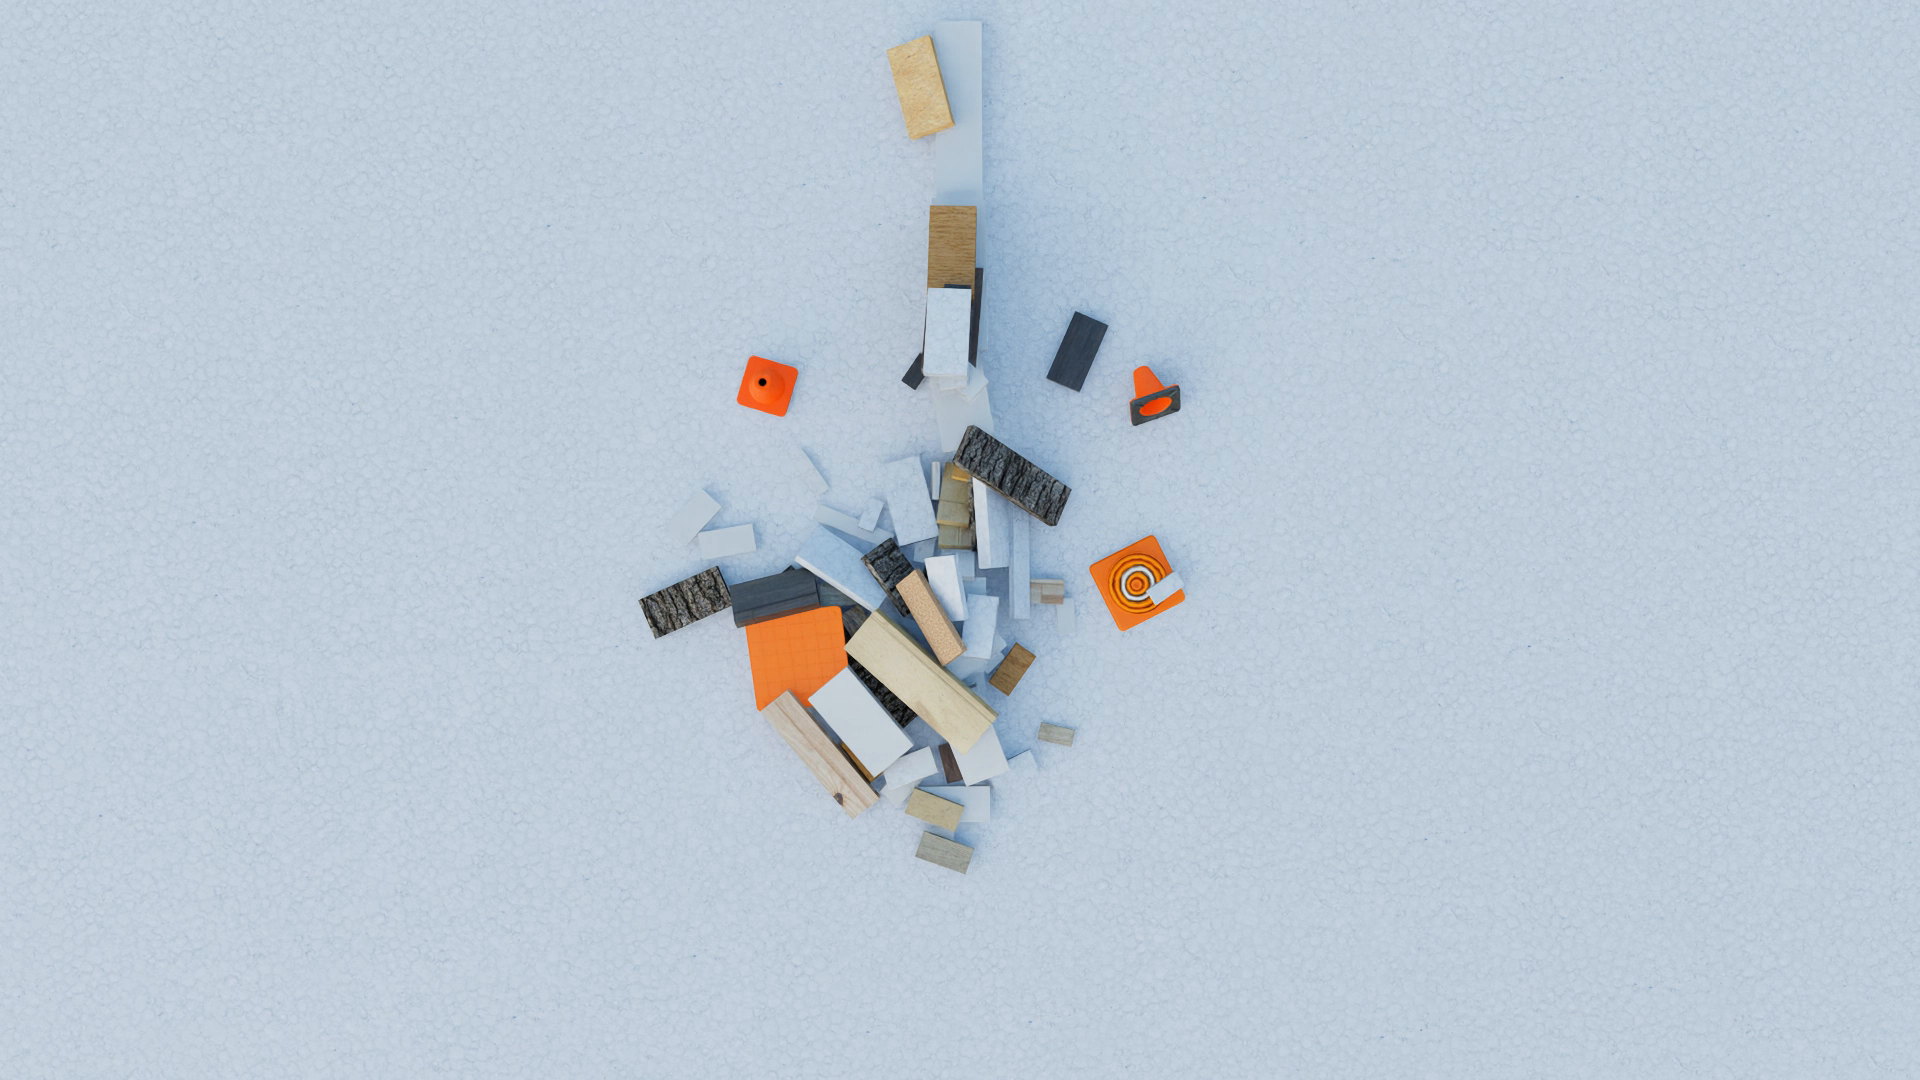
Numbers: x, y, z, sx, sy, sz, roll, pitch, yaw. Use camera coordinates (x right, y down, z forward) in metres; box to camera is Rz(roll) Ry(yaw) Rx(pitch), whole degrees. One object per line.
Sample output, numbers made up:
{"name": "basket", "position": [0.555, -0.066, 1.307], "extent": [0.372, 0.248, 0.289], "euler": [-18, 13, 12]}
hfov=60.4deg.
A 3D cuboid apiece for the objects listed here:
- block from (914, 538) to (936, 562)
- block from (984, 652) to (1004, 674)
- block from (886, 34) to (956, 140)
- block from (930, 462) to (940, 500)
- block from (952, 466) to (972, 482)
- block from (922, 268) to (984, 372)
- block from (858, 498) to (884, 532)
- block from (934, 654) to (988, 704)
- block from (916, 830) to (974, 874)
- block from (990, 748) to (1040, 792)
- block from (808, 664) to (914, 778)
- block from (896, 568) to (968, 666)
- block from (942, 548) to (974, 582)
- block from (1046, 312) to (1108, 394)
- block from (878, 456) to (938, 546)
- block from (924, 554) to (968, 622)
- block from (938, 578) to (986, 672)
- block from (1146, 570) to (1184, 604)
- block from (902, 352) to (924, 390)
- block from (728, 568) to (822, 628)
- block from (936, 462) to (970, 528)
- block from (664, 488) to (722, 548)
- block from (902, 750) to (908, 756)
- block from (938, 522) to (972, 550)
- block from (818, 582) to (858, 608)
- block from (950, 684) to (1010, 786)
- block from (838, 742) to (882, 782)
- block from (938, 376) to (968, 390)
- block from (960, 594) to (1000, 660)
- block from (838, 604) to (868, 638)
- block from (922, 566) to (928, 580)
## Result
{"name": "block", "position": [-0.114, 0.014, 5.491], "extent": [0.062, 0.018, 0.124], "euler": [11, 90, 0]}
{"name": "block", "position": [0.063, 0.359, 5.489], "extent": [0.162, 0.023, 0.081], "euler": [45, 90, 0]}
{"name": "block", "position": [-0.129, -1.494, 5.449], "extent": [0.152, 0.043, 0.304], "euler": [-16, 86, 15]}
{"name": "block", "position": [-0.082, -0.196, 5.468], "extent": [0.018, 0.062, 0.124], "euler": [2, 90, -12]}
{"name": "block", "position": [0.016, -0.255, 5.463], "extent": [0.062, 0.018, 0.124], "euler": [11, 64, 3]}
{"name": "block", "position": [-0.023, -0.711, 5.345], "extent": [0.176, 0.050, 0.351], "euler": [4, 79, 3]}
{"name": "block", "position": [-0.295, -0.084, 5.483], "extent": [0.054, 0.015, 0.107], "euler": [21, 80, 0]}
{"name": "block", "position": [-0.005, 0.394, 5.455], "extent": [0.153, 0.043, 0.307], "euler": [-7, 90, 0]}
{"name": "block", "position": [-0.051, 1.035, 5.469], "extent": [0.177, 0.025, 0.089], "euler": [19, 90, 0]}
{"name": "block", "position": [0.177, 0.768, 5.489], "extent": [0.162, 0.023, 0.081], "euler": [-26, 90, 0]}
{"name": "block", "position": [-0.323, 0.593, 5.407], "extent": [0.169, 0.048, 0.338], "euler": [-40, 93, 6]}
{"name": "block", "position": [-0.093, 0.251, 5.347], "extent": [0.101, 0.029, 0.308], "euler": [-39, 75, 35]}
{"name": "block", "position": [-0.006, 0.035, 5.429], "extent": [0.107, 0.030, 0.214], "euler": [1, 57, 0]}
{"name": "block", "position": [0.390, -0.625, 5.483], "extent": [0.121, 0.034, 0.241], "euler": [24, 90, 0]}
{"name": "block", "position": [-0.168, -0.129, 5.469], "extent": [0.138, 0.039, 0.276], "euler": [-15, 85, 0]}
{"name": "block", "position": [-0.043, 0.156, 5.339], "extent": [0.107, 0.030, 0.214], "euler": [-6, 97, 29]}
{"name": "block", "position": [0.006, 0.275, 5.412], "extent": [0.153, 0.043, 0.307], "euler": [1, 90, 0]}
{"name": "block", "position": [0.678, 0.158, 5.448], "extent": [0.116, 0.016, 0.058], "euler": [-34, 99, -9]}
{"name": "block", "position": [-0.141, -0.561, 5.492], "extent": [0.057, 0.016, 0.114], "euler": [34, 90, 0]}
{"name": "block", "position": [-0.609, 0.187, 5.422], "extent": [0.283, 0.040, 0.141], "euler": [-14, 60, 0]}
{"name": "block", "position": [-0.010, -0.150, 5.442], "extent": [0.106, 0.030, 0.212], "euler": [8, 66, 1]}
{"name": "block", "position": [-0.886, -0.074, 5.487], "extent": [0.091, 0.026, 0.182], "euler": [42, 90, 0]}
{"name": "block", "position": [-0.209, 0.696, 5.478], "extent": [0.065, 0.018, 0.130], "euler": [-8, 102, 0]}
{"name": "block", "position": [-0.013, -0.074, 5.443], "extent": [0.107, 0.030, 0.214], "euler": [3, 66, 0]}
{"name": "block", "position": [-0.388, 0.177, 5.474], "extent": [0.156, 0.022, 0.078], "euler": [-5, 84, -8]}
{"name": "block", "position": [0.038, 0.641, 5.429], "extent": [0.153, 0.043, 0.307], "euler": [-21, 100, 2]}
{"name": "block", "position": [-0.318, 0.718, 5.474], "extent": [0.081, 0.023, 0.163], "euler": [-39, 90, -23]}
{"name": "block", "position": [-0.032, -0.568, 5.252], "extent": [0.085, 0.024, 0.171], "euler": [-9, 83, 1]}
{"name": "block", "position": [0.064, 0.281, 5.347], "extent": [0.101, 0.029, 0.203], "euler": [6, 79, 11]}
{"name": "block", "position": [-0.328, 0.304, 5.472], "extent": [0.081, 0.023, 0.162], "euler": [-32, 87, -19]}
{"name": "block", "position": [-0.114, 0.136, 5.493], "extent": [0.049, 0.014, 0.098], "euler": [28, 90, 0]}
